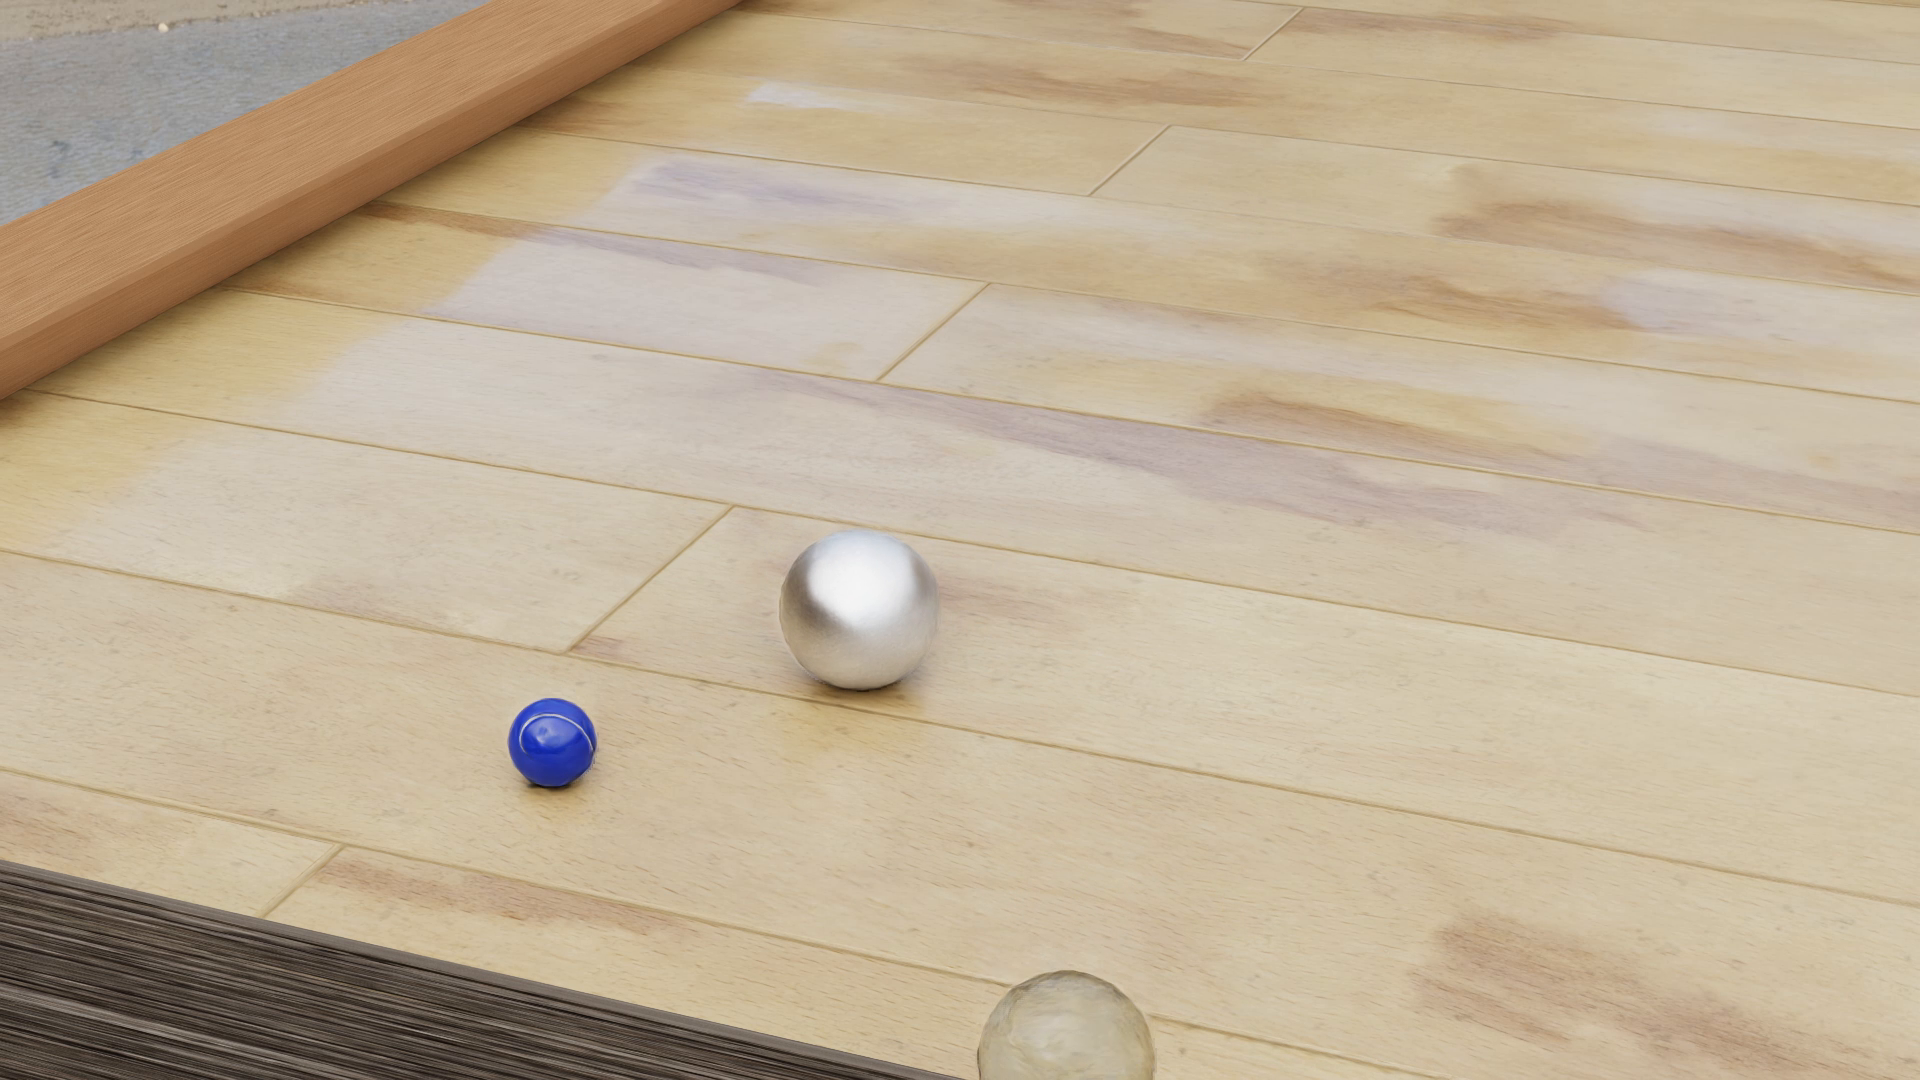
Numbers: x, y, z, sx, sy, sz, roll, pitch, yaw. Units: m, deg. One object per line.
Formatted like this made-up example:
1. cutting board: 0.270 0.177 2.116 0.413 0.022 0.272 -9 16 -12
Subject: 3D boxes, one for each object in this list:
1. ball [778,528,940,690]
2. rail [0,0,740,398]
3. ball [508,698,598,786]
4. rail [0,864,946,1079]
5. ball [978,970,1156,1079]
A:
1. ball: -0.061 0.042 1.789 0.098 0.098 0.098 0 24 0
2. rail: -0.473 -0.411 2.746 0.045 0.128 2.761 9 26 19
3. ball: -0.233 0.116 1.684 0.051 0.051 0.051 0 24 0
4. rail: -0.244 0.230 1.337 1.606 0.128 0.045 9 26 19
5. ball: 0.049 0.242 1.368 0.083 0.083 0.083 0 24 0
